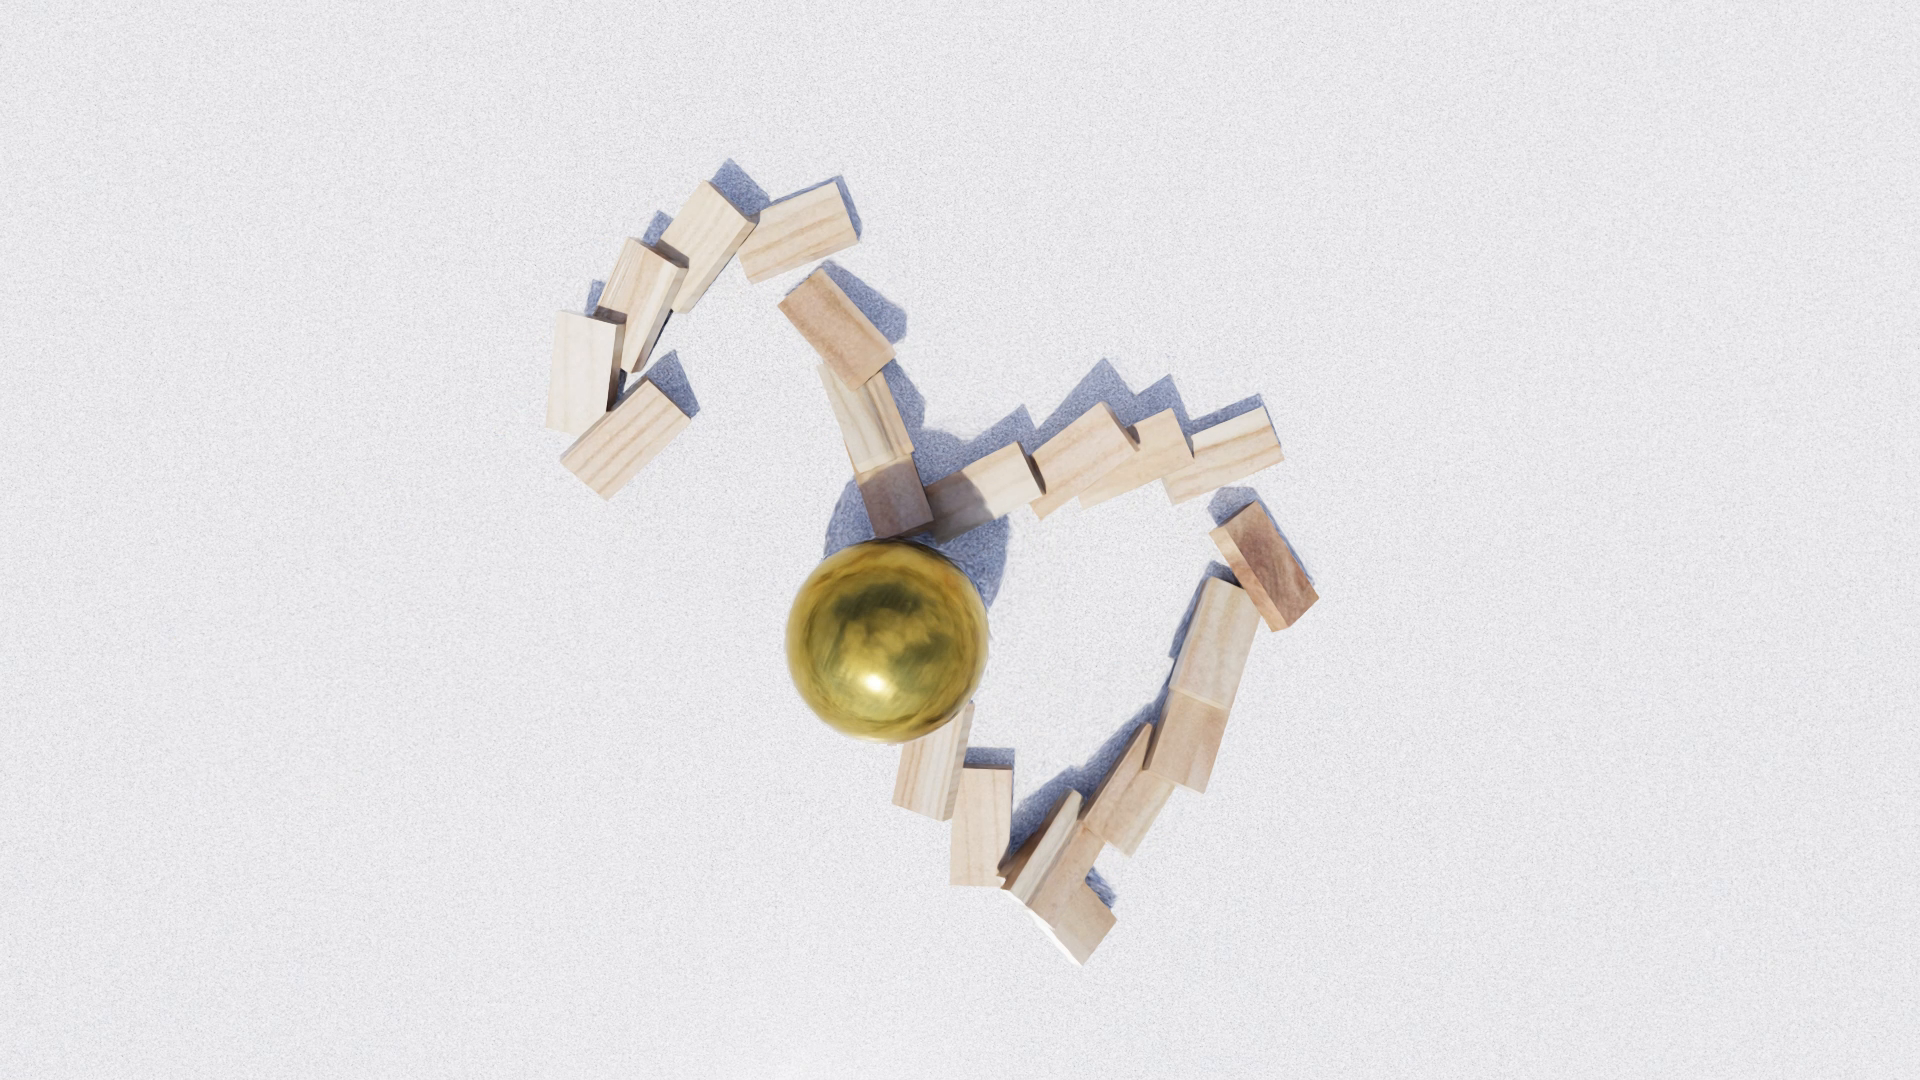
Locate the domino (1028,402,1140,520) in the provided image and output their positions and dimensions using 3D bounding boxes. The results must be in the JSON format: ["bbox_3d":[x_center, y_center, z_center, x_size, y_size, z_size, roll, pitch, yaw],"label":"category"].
[{"bbox_3d":[0.047,-0.033,0.384,0.050,0.010,0.025,-36,84,25],"label":"domino"}]

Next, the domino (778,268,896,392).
[{"bbox_3d":[-0.052,-0.089,0.388,0.025,0.010,0.050,-41,73,0],"label":"domino"}]

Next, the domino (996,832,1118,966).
[{"bbox_3d":[0.041,0.152,0.389,0.025,0.009,0.050,-42,93,-25],"label":"domino"}]

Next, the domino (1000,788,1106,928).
[{"bbox_3d":[0.042,0.133,0.384,0.025,0.009,0.050,42,65,-6],"label":"domino"}]

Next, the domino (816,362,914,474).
[{"bbox_3d":[-0.040,-0.056,0.388,0.025,0.010,0.050,-23,72,0],"label":"domino"}]

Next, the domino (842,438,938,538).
[{"bbox_3d":[-0.030,-0.025,0.387,0.025,0.010,0.050,-21,71,2],"label":"domino"}]

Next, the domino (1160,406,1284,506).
[{"bbox_3d":[0.111,-0.036,0.395,0.050,0.010,0.025,-22,90,0],"label":"domino"}]

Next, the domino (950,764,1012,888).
[{"bbox_3d":[0.009,0.123,0.395,0.025,0.010,0.050,2,90,0],"label":"domino"}]

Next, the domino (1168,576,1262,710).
[{"bbox_3d":[0.109,0.044,0.389,0.025,0.009,0.050,23,75,0],"label":"domino"}]

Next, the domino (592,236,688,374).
[{"bbox_3d":[-0.138,-0.099,0.388,0.025,0.010,0.050,32,107,0],"label":"domino"}]

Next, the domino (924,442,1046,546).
[{"bbox_3d":[0.008,-0.020,0.389,0.050,0.010,0.025,-25,90,16],"label":"domino"}]

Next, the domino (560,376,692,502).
[{"bbox_3d":[-0.142,-0.043,0.389,0.050,0.010,0.025,-43,122,0],"label":"domino"}]

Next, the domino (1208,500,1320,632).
[{"bbox_3d":[0.129,0.011,0.389,0.025,0.009,0.050,-33,90,-32],"label":"domino"}]

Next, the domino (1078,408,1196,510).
[{"bbox_3d":[0.071,-0.034,0.389,0.050,0.010,0.025,-23,90,15],"label":"domino"}]

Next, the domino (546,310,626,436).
[{"bbox_3d":[-0.159,-0.069,0.388,0.025,0.010,0.050,14,107,0],"label":"domino"}]

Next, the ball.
[{"bbox_3d":[-0.028,0.039,0.360,0.080,0.080,0.080,0,90,0],"label":"ball"}]

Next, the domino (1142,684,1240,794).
[{"bbox_3d":[0.098,0.079,0.388,0.025,0.010,0.050,24,73,0],"label":"domino"}]

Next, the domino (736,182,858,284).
[{"bbox_3d":[-0.072,-0.132,0.395,0.050,0.010,0.025,-21,90,0],"label":"domino"}]

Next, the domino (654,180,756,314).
[{"bbox_3d":[-0.112,-0.124,0.389,0.025,0.010,0.050,44,106,0],"label":"domino"}]

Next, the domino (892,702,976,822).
[{"bbox_3d":[-0.011,0.091,0.390,0.025,0.010,0.050,12,90,27],"label":"domino"}]

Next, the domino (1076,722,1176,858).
[{"bbox_3d":[0.074,0.105,0.388,0.025,0.010,0.050,38,73,0],"label":"domino"}]
